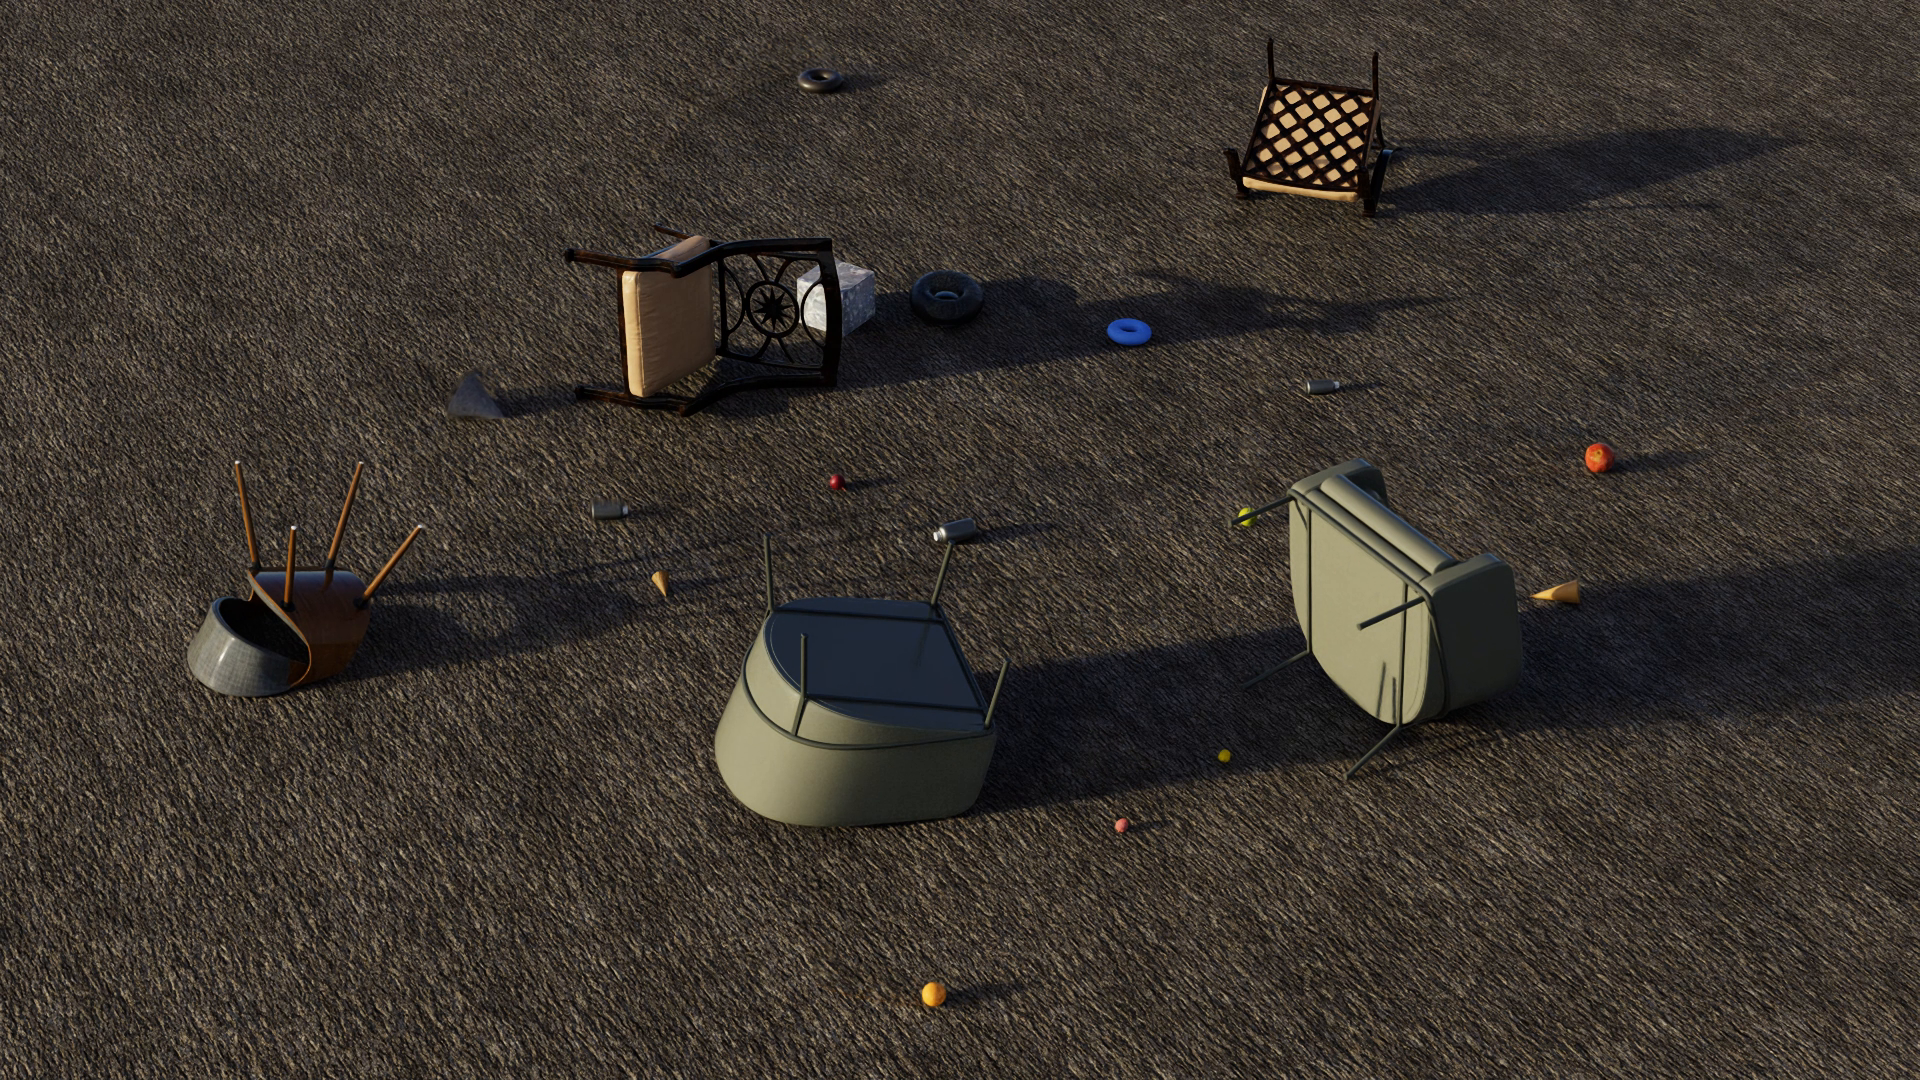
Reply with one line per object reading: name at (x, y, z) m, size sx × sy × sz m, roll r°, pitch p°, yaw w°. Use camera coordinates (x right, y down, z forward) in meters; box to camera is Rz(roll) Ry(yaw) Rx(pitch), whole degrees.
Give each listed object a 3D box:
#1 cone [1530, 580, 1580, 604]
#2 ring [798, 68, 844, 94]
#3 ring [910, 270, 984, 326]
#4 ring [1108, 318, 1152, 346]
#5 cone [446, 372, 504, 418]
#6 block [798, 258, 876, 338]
cone at (2.147, 0.196, 10.607) m, size 0.182 × 0.089 × 0.103 m, roll -6°, pitch 24°, yaw 16°
ring at (-0.681, -2.237, 14.285) m, size 0.228 × 0.060 × 0.217 m, roll 15°, pitch 35°, yaw 20°
ring at (-0.057, -1.023, 12.400) m, size 0.317 × 0.109 × 0.383 m, roll -2°, pitch 34°, yaw -4°
ring at (0.705, -0.866, 12.209) m, size 0.188 × 0.056 × 0.173 m, roll 14°, pitch 35°, yaw 19°
cone at (-1.899, -0.532, 11.680) m, size 0.209 × 0.155 × 0.207 m, roll 28°, pitch 64°, yaw 3°
block at (-0.519, -1.019, 12.305) m, size 0.233 × 0.205 × 0.231 m, roll 20°, pitch 38°, yaw 28°
